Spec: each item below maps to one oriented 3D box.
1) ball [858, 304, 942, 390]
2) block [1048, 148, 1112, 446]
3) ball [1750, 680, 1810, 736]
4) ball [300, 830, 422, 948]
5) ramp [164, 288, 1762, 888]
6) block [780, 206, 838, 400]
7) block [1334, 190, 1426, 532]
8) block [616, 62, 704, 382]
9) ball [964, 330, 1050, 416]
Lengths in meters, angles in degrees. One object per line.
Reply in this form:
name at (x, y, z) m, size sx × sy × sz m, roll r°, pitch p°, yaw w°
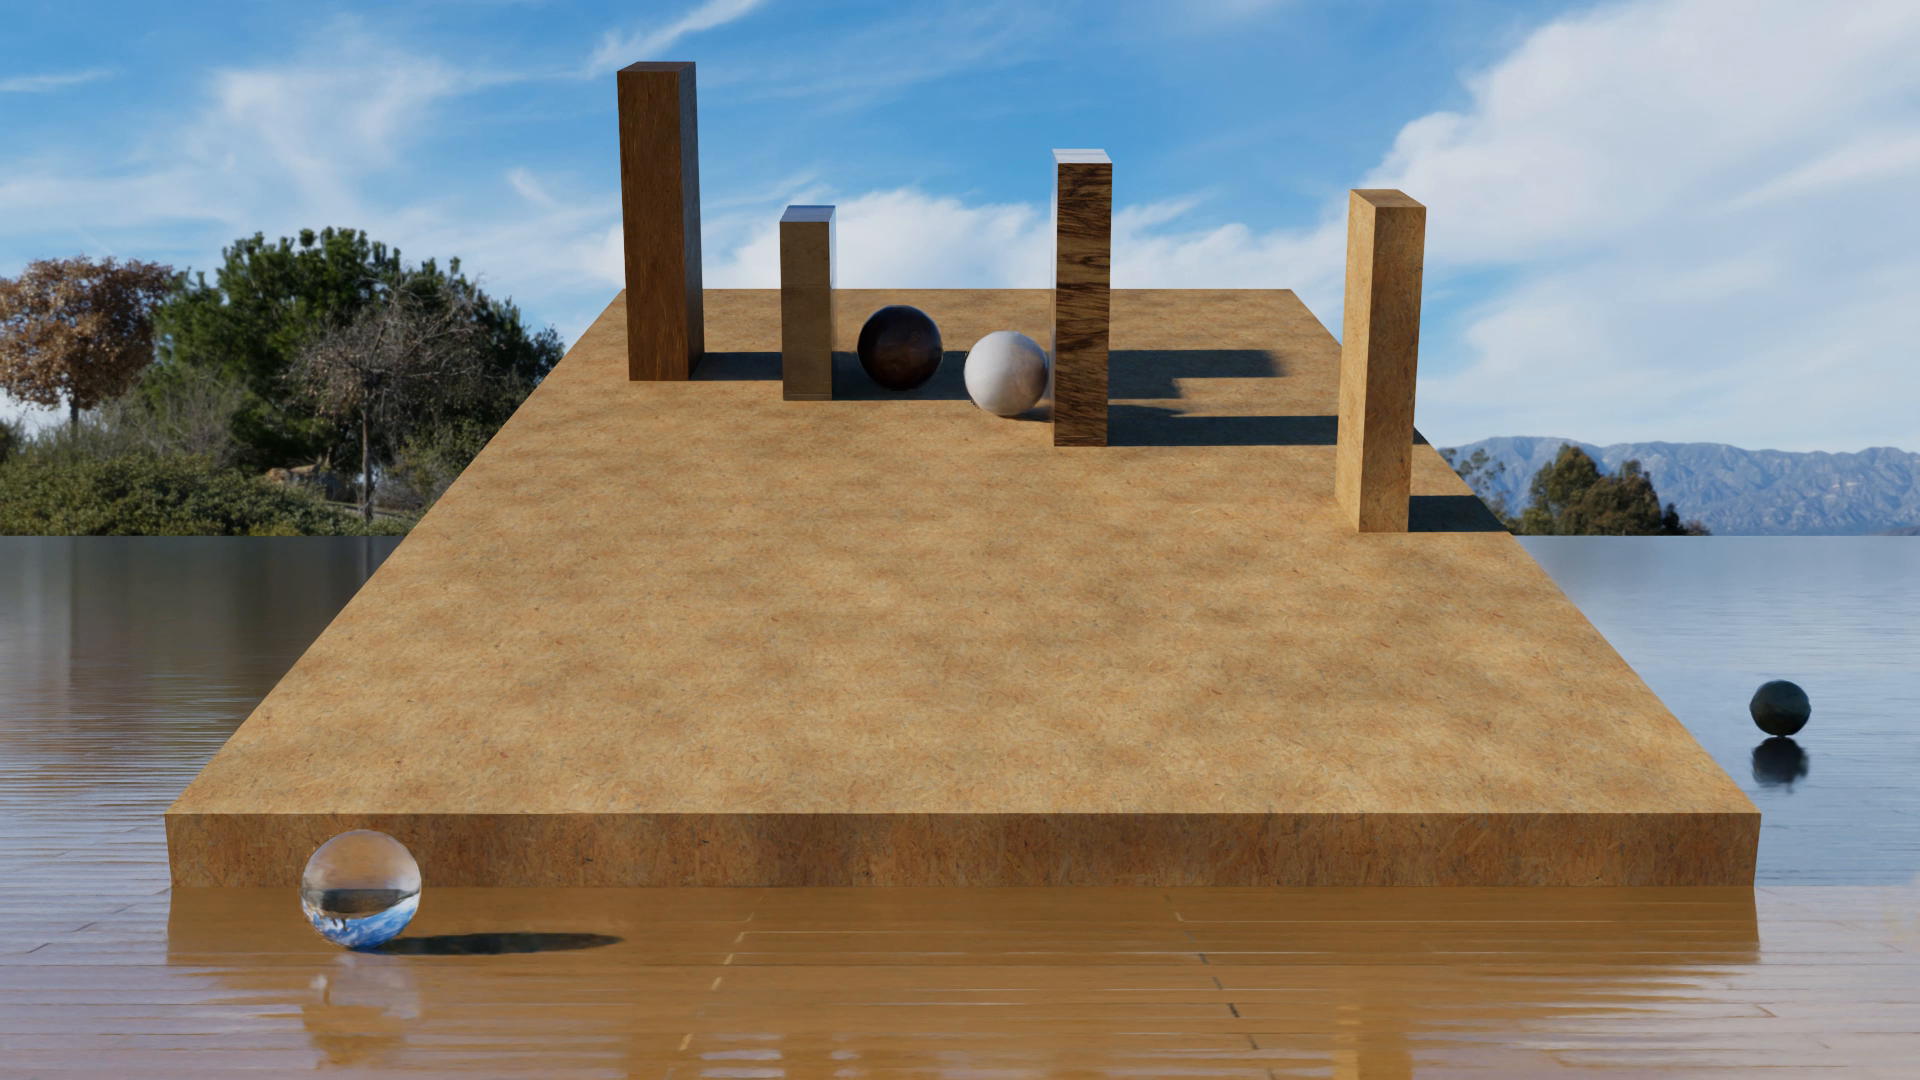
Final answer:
ball at (-0.141, -0.454, 5.193) m, size 0.200 × 0.200 × 0.200 m, roll 0°, pitch 0°, yaw 0°
block at (0.254, -0.521, 4.709) m, size 0.111 × 0.594 × 0.280 m, roll 0°, pitch 16°, yaw 0°
ball at (1.789, 0.366, 4.810) m, size 0.124 × 0.124 × 0.124 m, roll 0°, pitch 0°, yaw 0°
ball at (-0.646, 0.377, 2.381) m, size 0.127 × 0.127 × 0.127 m, roll 0°, pitch 0°, yaw 0°
ramp at (-0.002, -0.157, 4.698) m, size 2.000 × 0.100 × 4.000 m, roll 0°, pitch 16°, yaw 0°
block at (-0.352, -0.560, 5.172) m, size 0.113 × 0.413 × 0.290 m, roll 0°, pitch 16°, yaw 0°
block at (0.770, -0.333, 4.057) m, size 0.089 × 0.590 × 0.260 m, roll 0°, pitch 16°, yaw 0°
block at (-0.724, -0.782, 5.374) m, size 0.142 × 0.730 × 0.357 m, roll 0°, pitch 16°, yaw 0°
ball at (0.104, -0.373, 4.925) m, size 0.190 × 0.190 × 0.190 m, roll 0°, pitch 0°, yaw 0°
